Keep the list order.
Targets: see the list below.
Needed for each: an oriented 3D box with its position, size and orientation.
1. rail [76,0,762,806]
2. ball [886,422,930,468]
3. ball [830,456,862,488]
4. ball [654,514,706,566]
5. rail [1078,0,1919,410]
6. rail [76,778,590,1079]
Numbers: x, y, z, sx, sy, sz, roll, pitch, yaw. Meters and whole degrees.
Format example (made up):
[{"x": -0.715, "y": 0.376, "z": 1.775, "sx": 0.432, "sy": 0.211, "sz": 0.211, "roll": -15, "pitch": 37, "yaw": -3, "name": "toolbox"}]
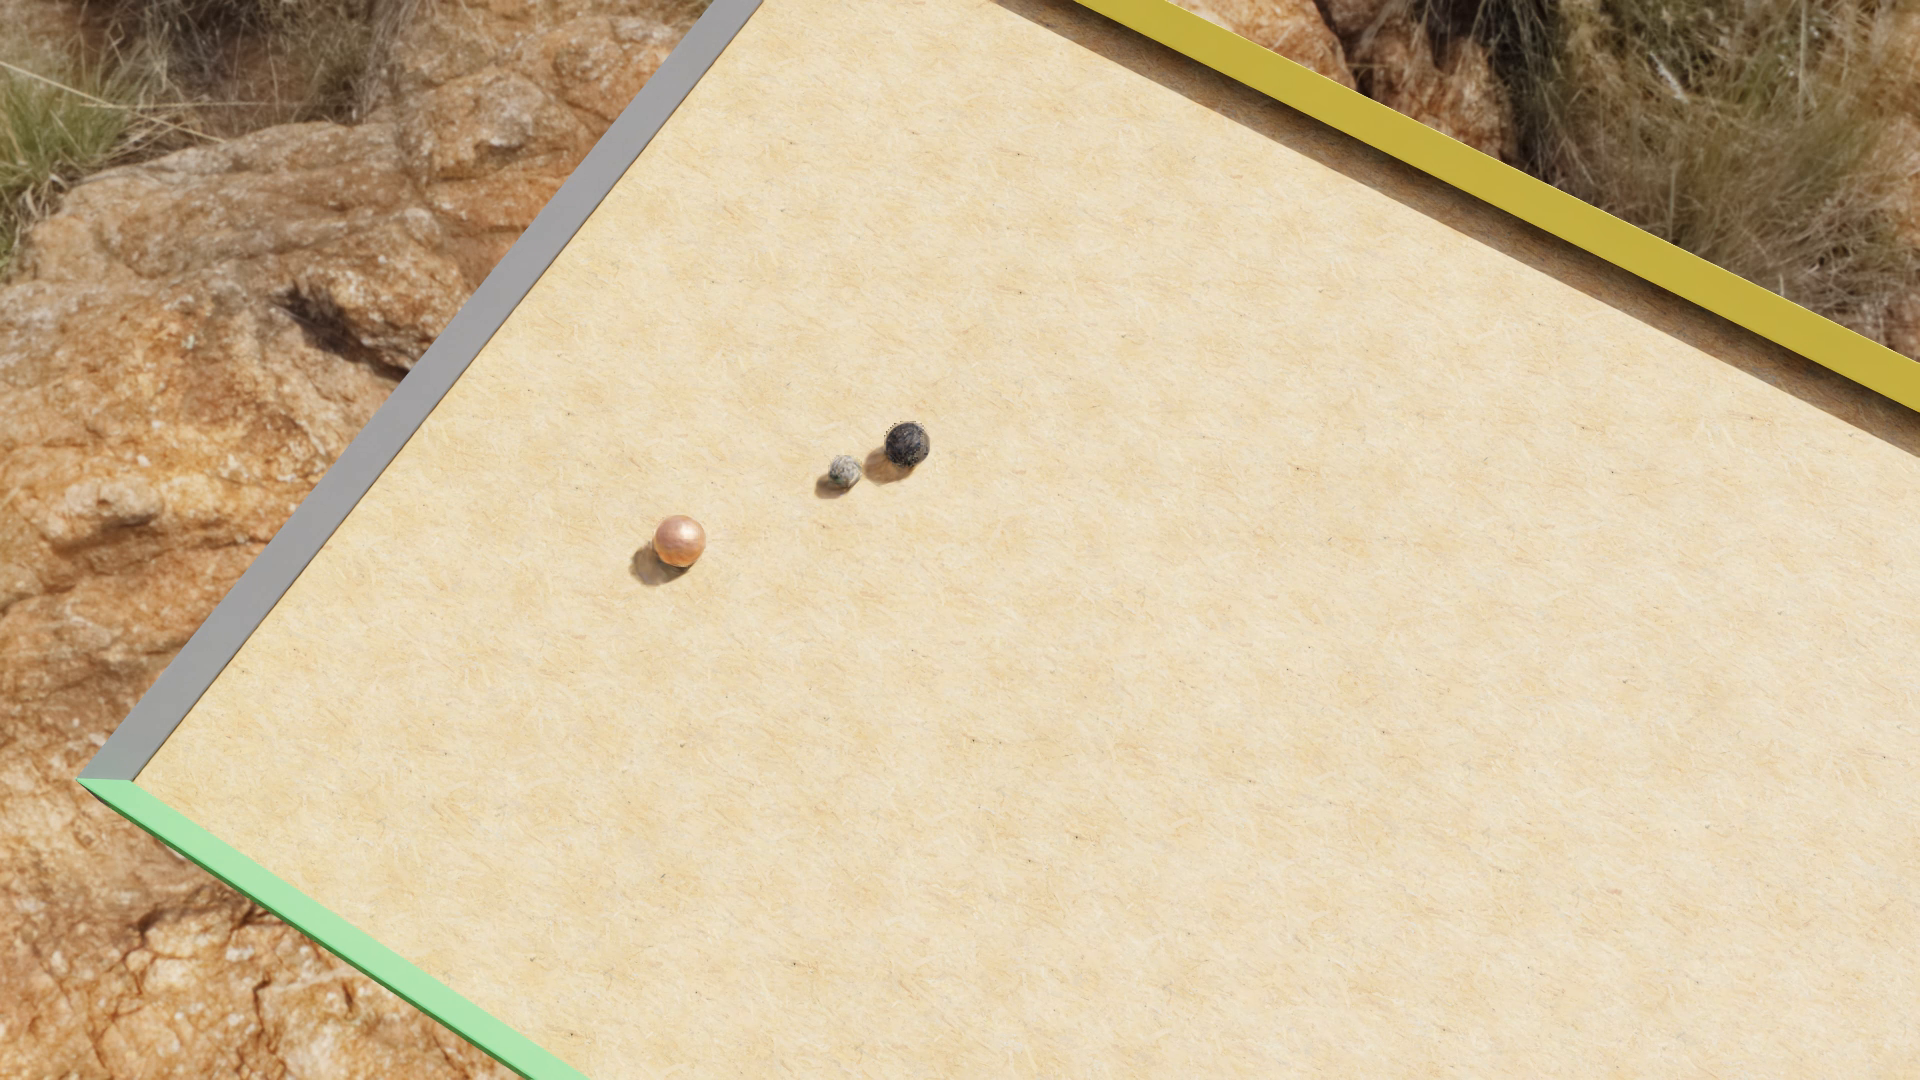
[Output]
[{"x": -0.756, "y": -0.431, "z": 3.738, "sx": 0.045, "sy": 0.110, "sz": 2.134, "roll": 29, "pitch": 69, "yaw": 13, "name": "rail"}, {"x": -0.086, "y": -0.156, "z": 3.632, "sx": 0.075, "sy": 0.075, "sz": 0.075, "roll": 0, "pitch": 65, "yaw": 0, "name": "ball"}, {"x": -0.188, "y": -0.112, "z": 3.623, "sx": 0.053, "sy": 0.053, "sz": 0.053, "roll": 0, "pitch": 65, "yaw": 0, "name": "ball"}, {"x": -0.453, "y": 0.001, "z": 3.554, "sx": 0.085, "sy": 0.085, "sz": 0.085, "roll": 0, "pitch": 65, "yaw": 0, "name": "ball"}, {"x": 1.322, "y": -0.385, "z": 3.717, "sx": 3.643, "sy": 0.110, "sz": 0.045, "roll": 29, "pitch": 69, "yaw": 13, "name": "rail"}, {"x": 0.231, "y": 1.230, "z": 2.971, "sx": 3.643, "sy": 0.110, "sz": 0.045, "roll": 29, "pitch": 69, "yaw": 13, "name": "rail"}]
